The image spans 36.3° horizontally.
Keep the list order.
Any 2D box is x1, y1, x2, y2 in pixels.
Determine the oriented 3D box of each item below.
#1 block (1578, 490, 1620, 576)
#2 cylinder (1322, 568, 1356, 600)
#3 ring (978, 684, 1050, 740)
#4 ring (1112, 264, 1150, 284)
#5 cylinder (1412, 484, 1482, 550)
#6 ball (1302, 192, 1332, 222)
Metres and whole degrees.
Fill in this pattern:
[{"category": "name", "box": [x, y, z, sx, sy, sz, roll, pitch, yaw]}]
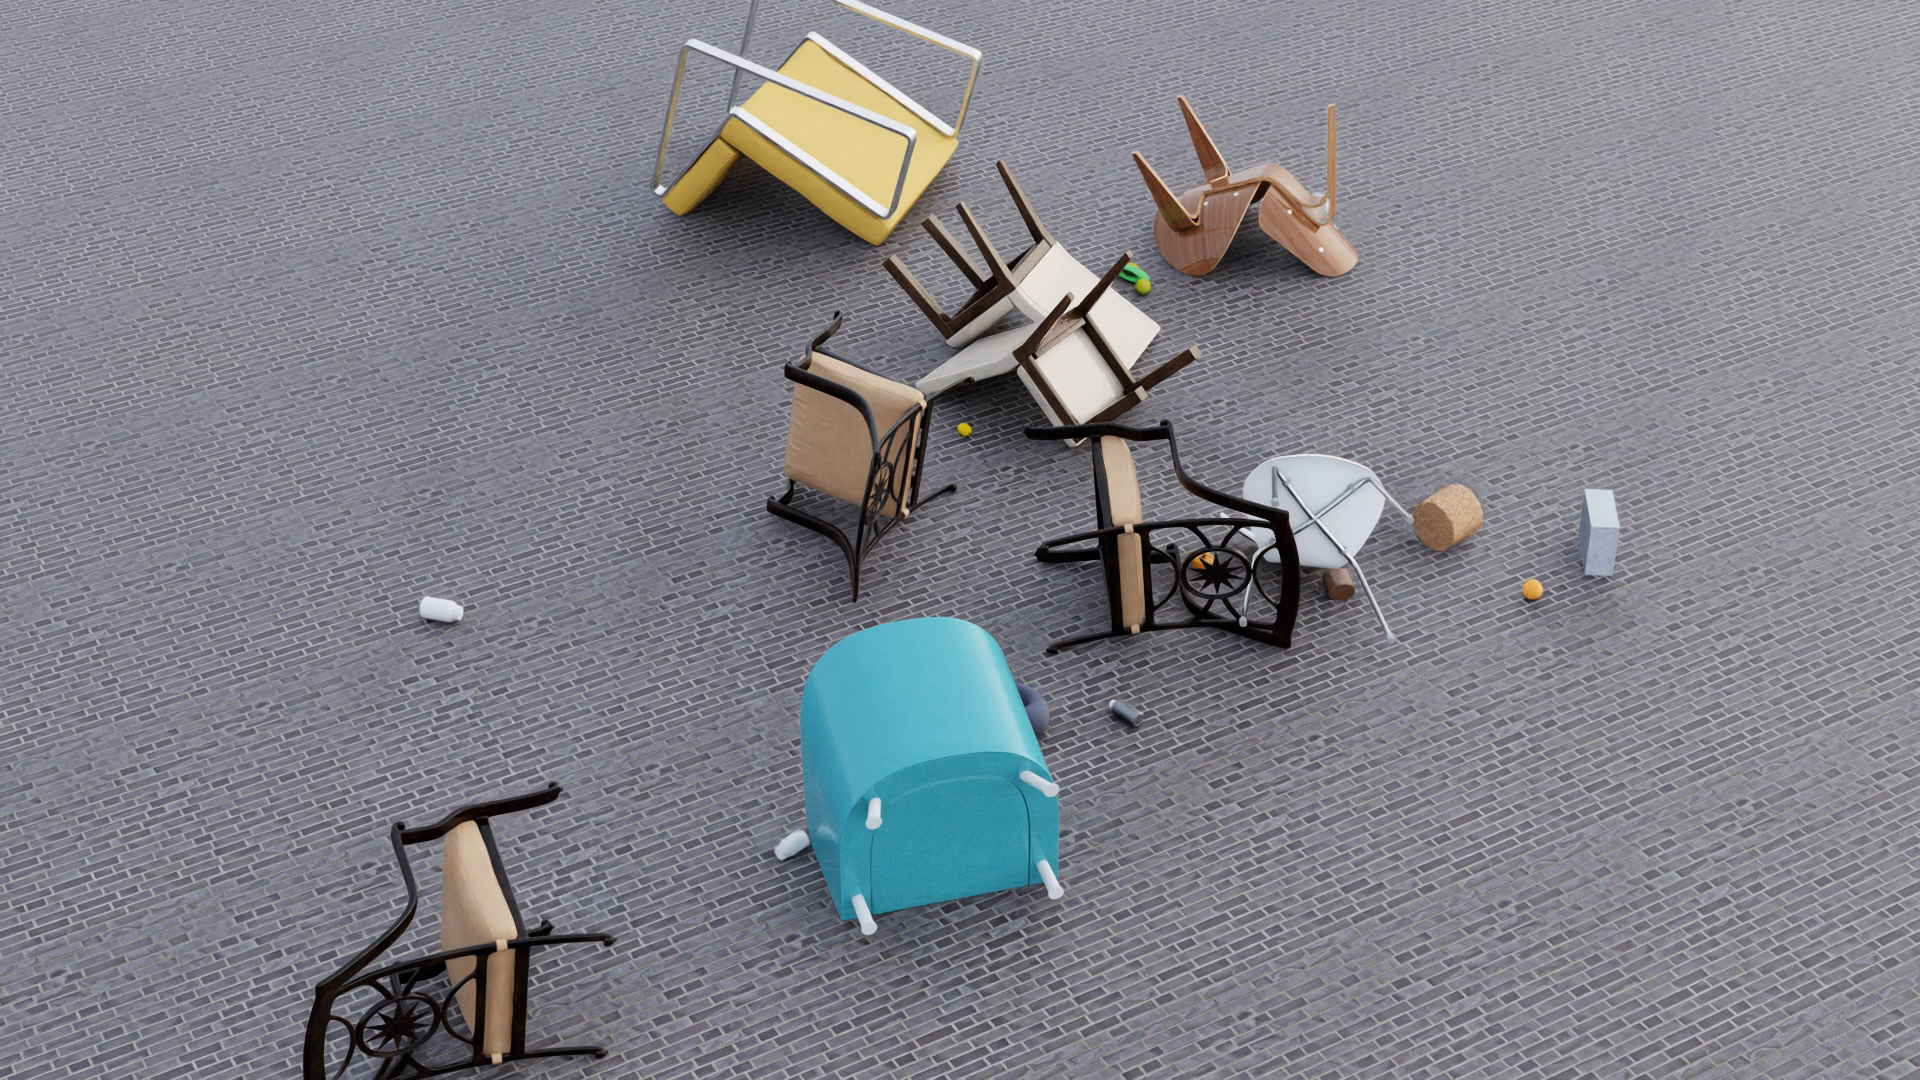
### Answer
[{"category": "block", "box": [2.351, -0.028, 10.796, 0.102, 0.211, 0.255, 3, 33, 4]}, {"category": "cylinder", "box": [1.376, 0.158, 10.645, 0.100, 0.064, 0.112, -11, 36, 3]}, {"category": "ring", "box": [0.183, 0.581, 9.948, 0.261, 0.129, 0.192, 19, 40, 30]}, {"category": "ring", "box": [0.737, -1.149, 12.633, 0.180, 0.062, 0.057, 25, 29, 22]}, {"category": "cylinder", "box": [1.811, -0.085, 10.895, 0.177, 0.199, 0.189, -29, 11, -36]}, {"category": "ball", "box": [1.593, -1.482, 13.075, 0.131, 0.131, 0.131, 0, 33, 0]}]
